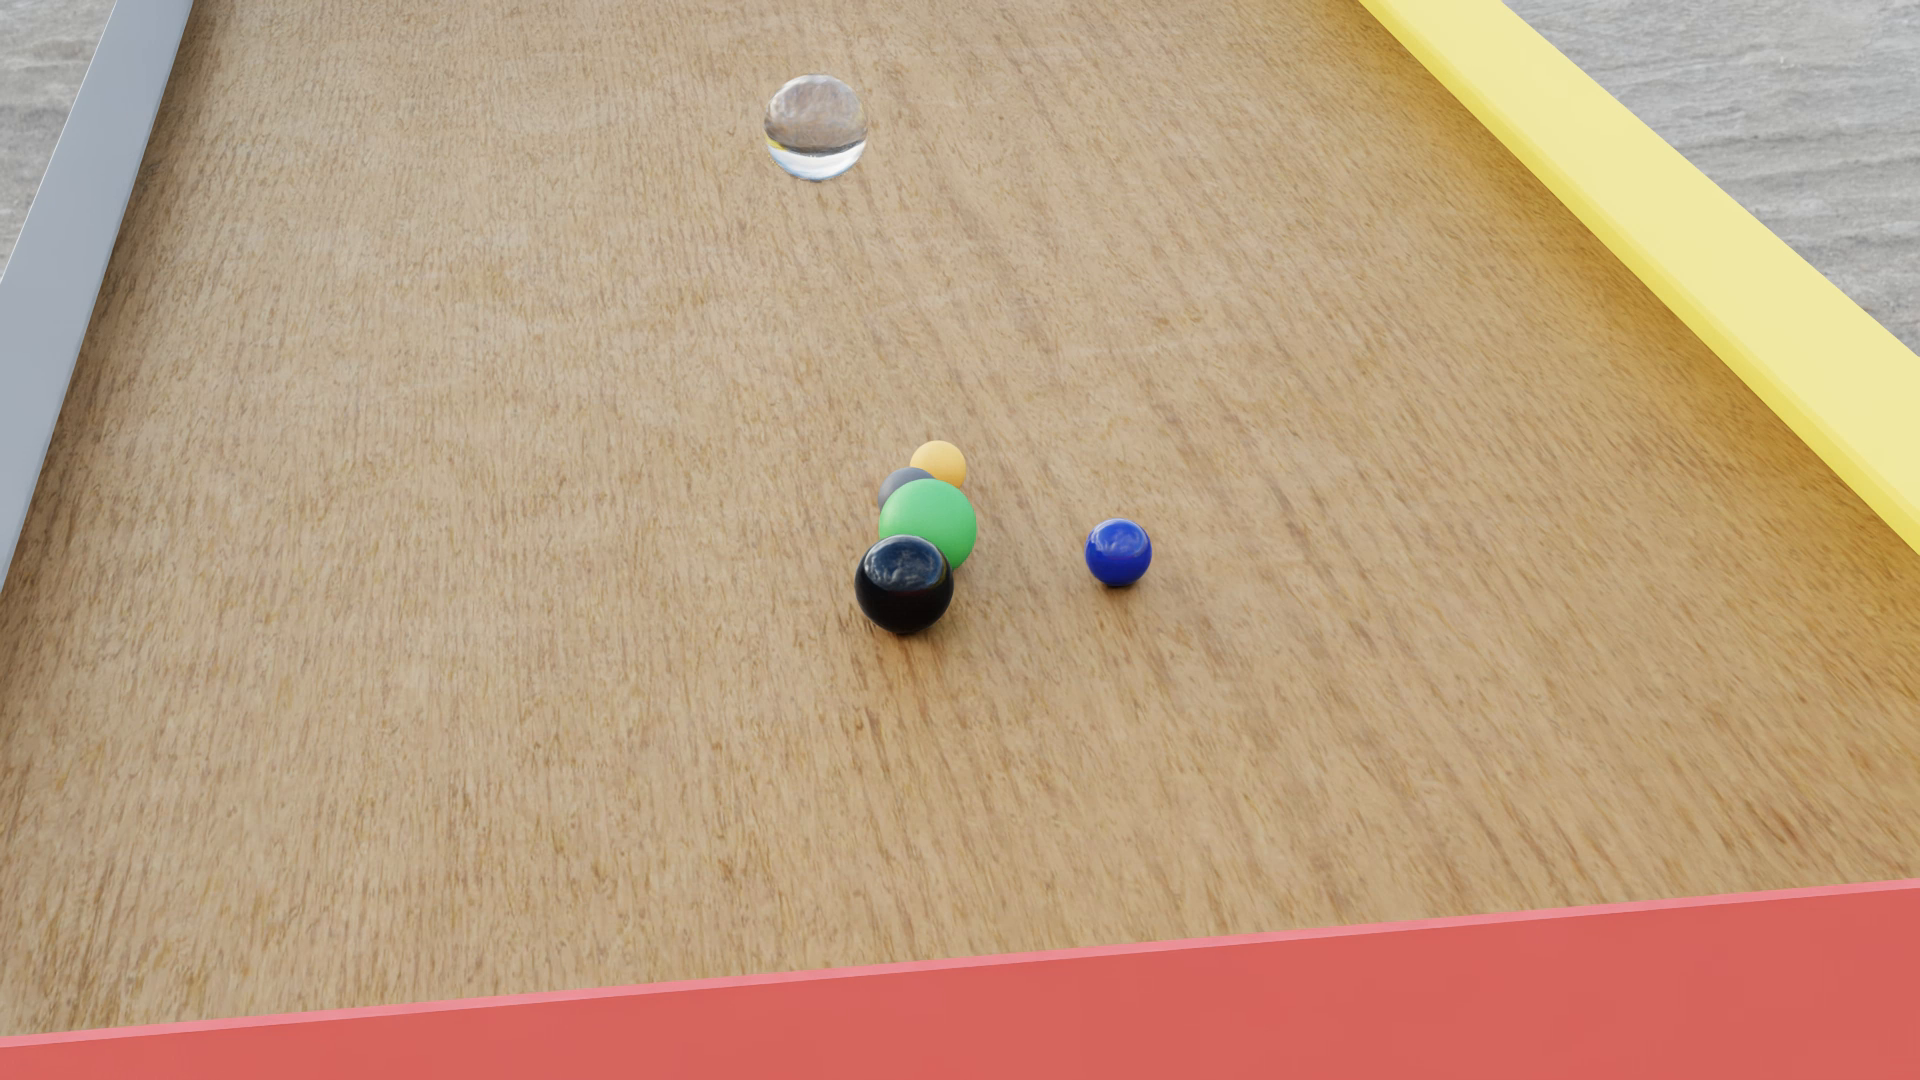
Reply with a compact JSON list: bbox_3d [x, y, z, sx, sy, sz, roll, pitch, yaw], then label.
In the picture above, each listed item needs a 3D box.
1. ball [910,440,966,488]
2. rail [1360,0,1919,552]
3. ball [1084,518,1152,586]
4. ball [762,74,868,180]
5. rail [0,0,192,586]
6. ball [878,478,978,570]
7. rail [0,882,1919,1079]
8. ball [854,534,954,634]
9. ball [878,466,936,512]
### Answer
[{"bbox_3d":[-0.016,-0.051,2.107,0.041,0.041,0.041,0,26,0],"label":"ball"},{"bbox_3d":[0.534,-0.355,2.638,0.045,0.128,2.617,-4,26,-8],"label":"rail"},{"bbox_3d":[0.106,0.008,1.978,0.046,0.046,0.046,0,26,0],"label":"ball"},{"bbox_3d":[-0.134,-0.384,2.734,0.099,0.099,0.099,0,26,0],"label":"ball"},{"bbox_3d":[-0.726,-0.274,2.470,0.045,0.128,2.617,-4,26,-8],"label":"rail"},{"bbox_3d":[-0.022,-0.008,1.988,0.067,0.067,0.067,0,26,0],"label":"ball"},{"bbox_3d":[0.092,0.235,1.408,1.322,0.128,0.045,-4,26,-8],"label":"rail"},{"bbox_3d":[-0.036,0.028,1.914,0.065,0.065,0.065,0,26,0],"label":"ball"},{"bbox_3d":[-0.035,-0.028,2.054,0.046,0.046,0.046,0,26,0],"label":"ball"}]
